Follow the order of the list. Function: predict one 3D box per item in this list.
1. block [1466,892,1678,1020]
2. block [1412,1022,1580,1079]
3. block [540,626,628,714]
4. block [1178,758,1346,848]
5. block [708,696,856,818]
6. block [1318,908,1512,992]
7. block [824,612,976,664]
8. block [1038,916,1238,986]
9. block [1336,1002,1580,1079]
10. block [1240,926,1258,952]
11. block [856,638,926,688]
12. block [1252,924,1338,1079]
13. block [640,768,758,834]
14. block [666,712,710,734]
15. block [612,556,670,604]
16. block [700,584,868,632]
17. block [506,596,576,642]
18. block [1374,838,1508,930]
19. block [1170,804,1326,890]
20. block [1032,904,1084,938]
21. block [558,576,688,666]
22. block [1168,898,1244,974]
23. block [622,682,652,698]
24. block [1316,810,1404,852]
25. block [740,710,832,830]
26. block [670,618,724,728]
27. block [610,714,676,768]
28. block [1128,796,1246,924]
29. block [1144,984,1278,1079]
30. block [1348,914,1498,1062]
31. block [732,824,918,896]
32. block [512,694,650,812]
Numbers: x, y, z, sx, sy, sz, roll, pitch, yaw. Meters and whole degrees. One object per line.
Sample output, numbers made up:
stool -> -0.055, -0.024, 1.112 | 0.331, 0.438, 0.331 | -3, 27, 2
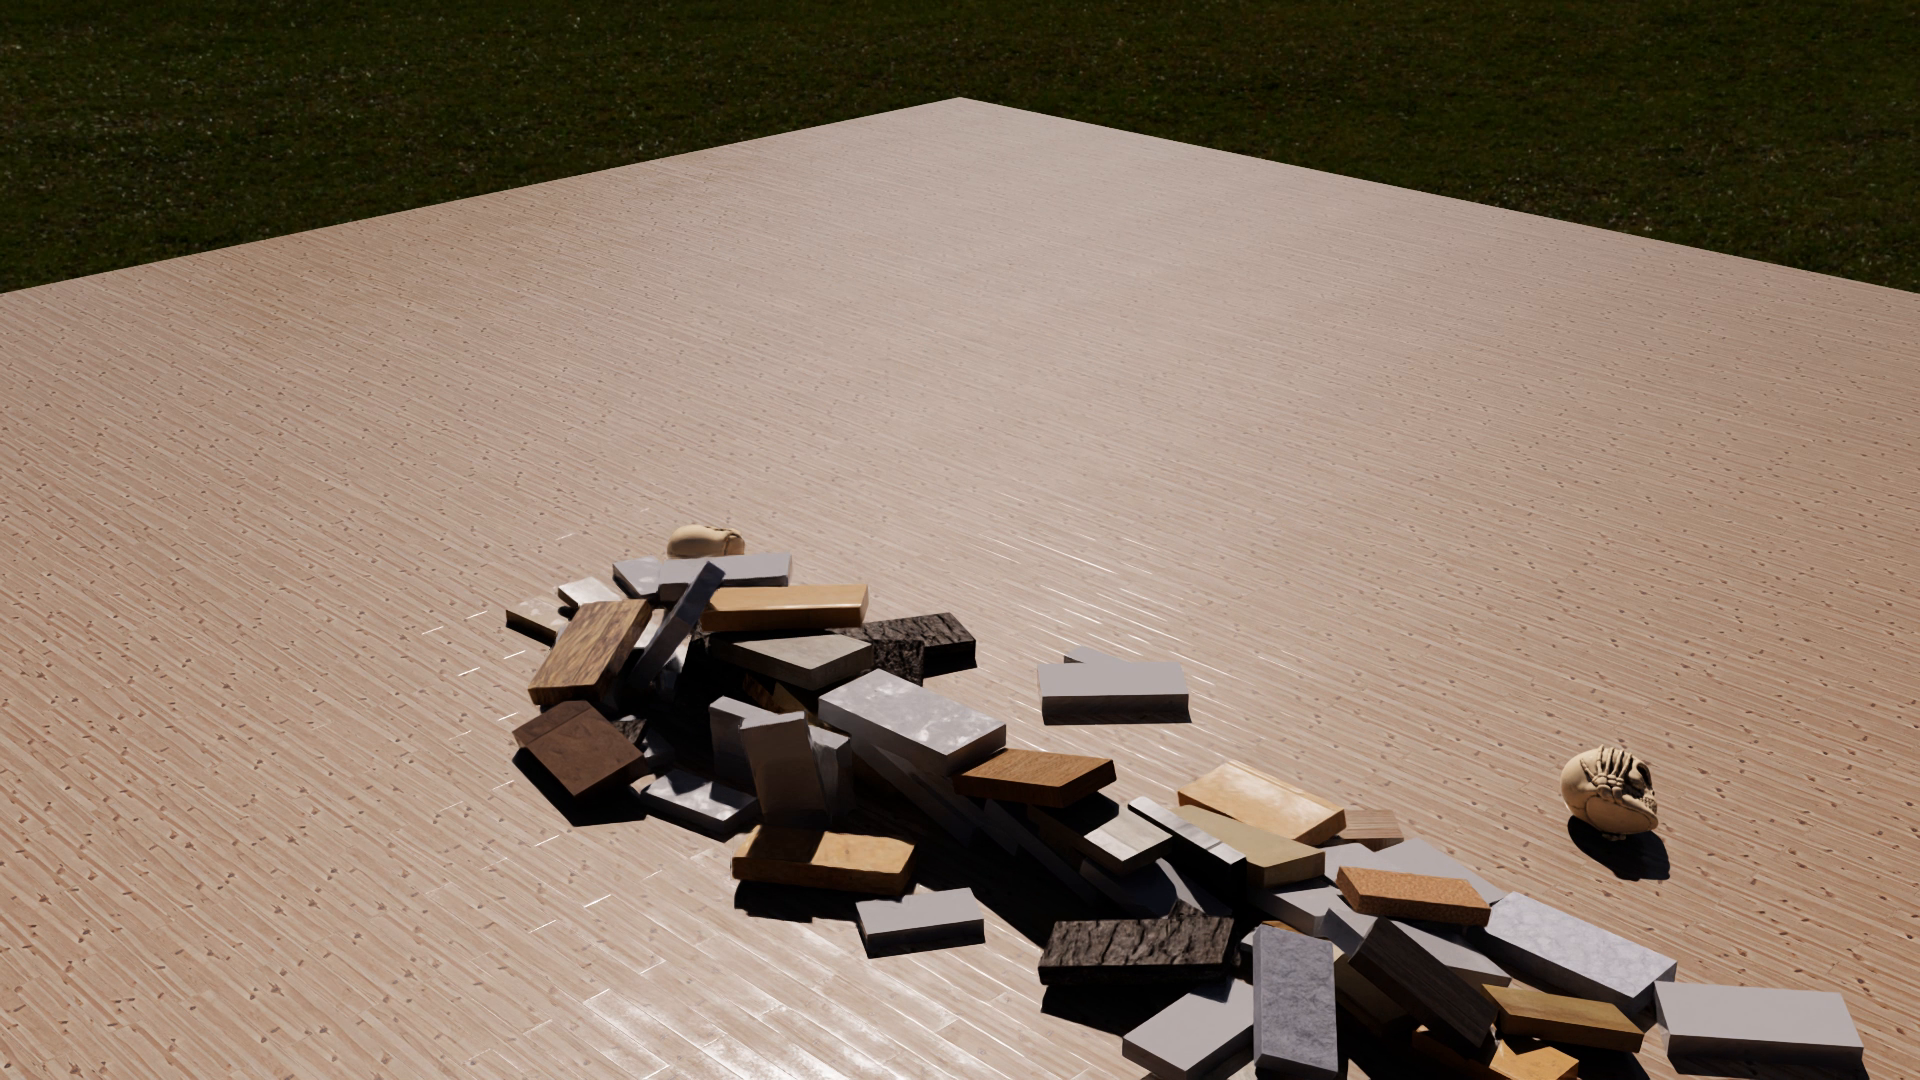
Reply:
block -> 1.097, 0.742, 3.954 | 0.331, 0.044, 0.157 | 21, 31, 40
block -> 0.882, 0.848, 3.631 | 0.121, 0.034, 0.241 | -21, 31, -40
block -> -0.833, 0.287, 4.925 | 0.164, 0.047, 0.329 | -12, 30, 5
block -> 0.598, 0.536, 4.379 | 0.157, 0.044, 0.313 | -25, 27, -30
block -> -0.366, 0.443, 4.501 | 0.331, 0.166, 0.047 | 15, 31, 31
block -> 0.795, 0.722, 3.836 | 0.314, 0.044, 0.157 | 16, 12, -30
block -> -0.202, 0.247, 5.093 | 0.449, 0.046, 0.162 | -7, 24, -21
block -> 0.314, 0.724, 3.871 | 0.330, 0.040, 0.141 | -5, 23, 20
block -> 0.985, 0.918, 3.552 | 1.038, 0.034, 0.121 | 21, 31, 40
block -> 0.650, 0.751, 3.883 | 0.316, 0.016, 0.058 | 14, 27, 30
block -> -0.237, 0.299, 4.892 | 0.310, 0.044, 0.155 | 1, 60, 3
block -> 0.562, 0.778, 3.700 | 0.132, 0.037, 0.265 | 15, 42, -7
block -> -0.530, 0.530, 4.471 | 0.220, 0.031, 0.110 | 15, 27, 31
block -> -0.591, 0.395, 4.811 | 0.101, 0.014, 0.050 | 21, 31, 40
block -> -0.778, 0.101, 5.483 | 0.109, 0.031, 0.219 | -11, 25, -24
block -> -0.383, 0.148, 4.830 | 0.348, 0.047, 0.166 | -2, 16, 4
block -> -0.960, 0.198, 5.255 | 0.259, 0.031, 0.109 | 19, 29, 37
block -> 0.908, 0.651, 4.180 | 0.125, 0.035, 0.250 | -13, 26, -29
block -> 0.508, 0.585, 4.211 | 0.157, 0.044, 0.376 | -7, 12, -35
block -> 0.201, 0.720, 4.036 | 0.074, 0.021, 0.149 | -11, 25, -24
block -> -0.779, 0.208, 5.171 | 0.096, 0.027, 0.482 | -18, 35, -36
block -> 0.442, 0.712, 3.957 | 0.148, 0.021, 0.074 | 30, 40, 2
block -> -0.766, 0.334, 4.932 | 0.141, 0.020, 0.071 | -8, 14, -18
block -> 0.758, 0.577, 4.360 | 0.220, 0.031, 0.110 | -1, 23, -2
block -> -0.340, 0.463, 4.326 | 0.125, 0.250, 0.035 | -9, 23, 6
block -> -0.539, 0.282, 4.943 | 0.155, 0.044, 0.525 | 25, 20, -9
block -> -0.694, 0.433, 4.705 | 0.096, 0.027, 0.193 | -14, 27, -29
block -> 0.427, 0.605, 4.152 | 0.040, 0.141, 0.282 | -21, 31, -32
block -> 0.426, 0.854, 3.701 | 0.132, 0.037, 0.363 | -5, 24, -12
block -> 0.768, 0.740, 3.645 | 0.246, 0.035, 0.123 | 39, 34, 10
block -> -0.257, 0.614, 4.226 | 0.324, 0.046, 0.162 | 4, 15, 10
block -> -0.795, 0.442, 4.600 | 0.164, 0.047, 0.328 | -31, 34, -21
